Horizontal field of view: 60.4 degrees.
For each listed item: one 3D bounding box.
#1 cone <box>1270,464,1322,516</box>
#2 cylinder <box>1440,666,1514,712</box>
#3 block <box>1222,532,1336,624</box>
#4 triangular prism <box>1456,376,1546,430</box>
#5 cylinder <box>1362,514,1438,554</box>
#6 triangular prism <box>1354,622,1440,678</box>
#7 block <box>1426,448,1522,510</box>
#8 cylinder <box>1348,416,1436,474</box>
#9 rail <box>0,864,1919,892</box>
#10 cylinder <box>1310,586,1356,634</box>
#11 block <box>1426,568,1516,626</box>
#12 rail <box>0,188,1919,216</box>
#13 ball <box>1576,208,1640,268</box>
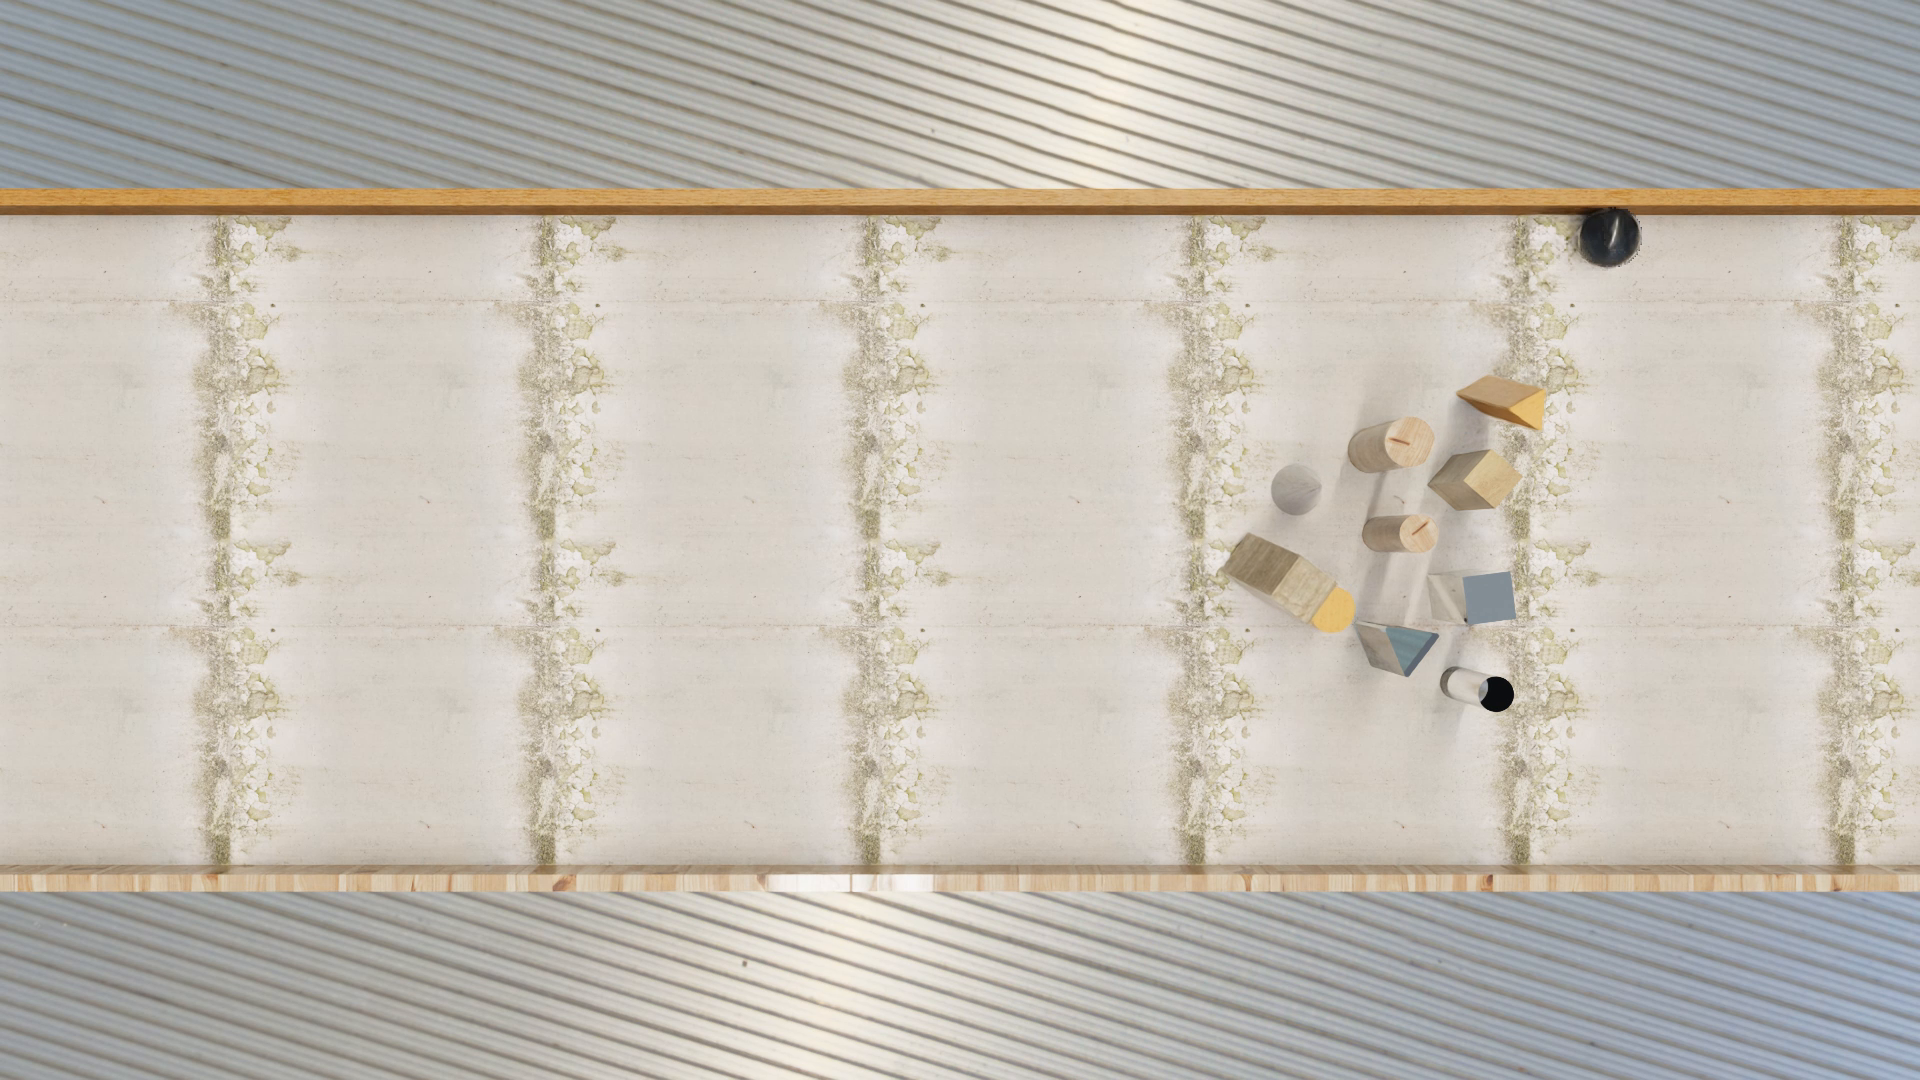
[{"bbox_3d":[1.035,-0.155,4.894,0.157,0.364,0.157,0,90,0],"label":"cone"},{"bbox_3d":[1.528,0.440,4.889,0.103,0.375,0.103,0,90,0],"label":"cylinder"},{"bbox_3d":[0.934,0.108,4.858,0.144,0.410,0.144,36,91,-14],"label":"block"},{"bbox_3d":[1.619,-0.424,4.885,0.118,0.356,0.103,31,96,-13],"label":"triangular prism"},{"bbox_3d":[1.292,-0.018,4.859,0.110,0.435,0.110,0,90,0],"label":"cylinder"},{"bbox_3d":[1.263,0.290,4.880,0.132,0.393,0.152,37,90,0],"label":"triangular prism"},{"bbox_3d":[1.522,-0.175,4.891,0.121,0.370,0.121,41,90,0],"label":"block"},{"bbox_3d":[1.264,-0.276,4.855,0.142,0.442,0.142,0,90,0],"label":"cylinder"},{"bbox_3d":[-2.247,1.025,5.001,12.000,0.150,0.050,0,90,0],"label":"rail"},{"bbox_3d":[1.048,0.176,4.907,0.135,0.316,0.135,-2,101,-10],"label":"cylinder"},{"bbox_3d":[1.514,0.166,4.895,0.138,0.363,0.138,-7,90,0],"label":"block"},{"bbox_3d":[-2.247,-1.025,5.002,12.000,0.150,0.050,0,90,0],"label":"rail"},{"bbox_3d":[1.957,-0.911,4.978,0.178,0.178,0.178,0,90,0],"label":"ball"}]
